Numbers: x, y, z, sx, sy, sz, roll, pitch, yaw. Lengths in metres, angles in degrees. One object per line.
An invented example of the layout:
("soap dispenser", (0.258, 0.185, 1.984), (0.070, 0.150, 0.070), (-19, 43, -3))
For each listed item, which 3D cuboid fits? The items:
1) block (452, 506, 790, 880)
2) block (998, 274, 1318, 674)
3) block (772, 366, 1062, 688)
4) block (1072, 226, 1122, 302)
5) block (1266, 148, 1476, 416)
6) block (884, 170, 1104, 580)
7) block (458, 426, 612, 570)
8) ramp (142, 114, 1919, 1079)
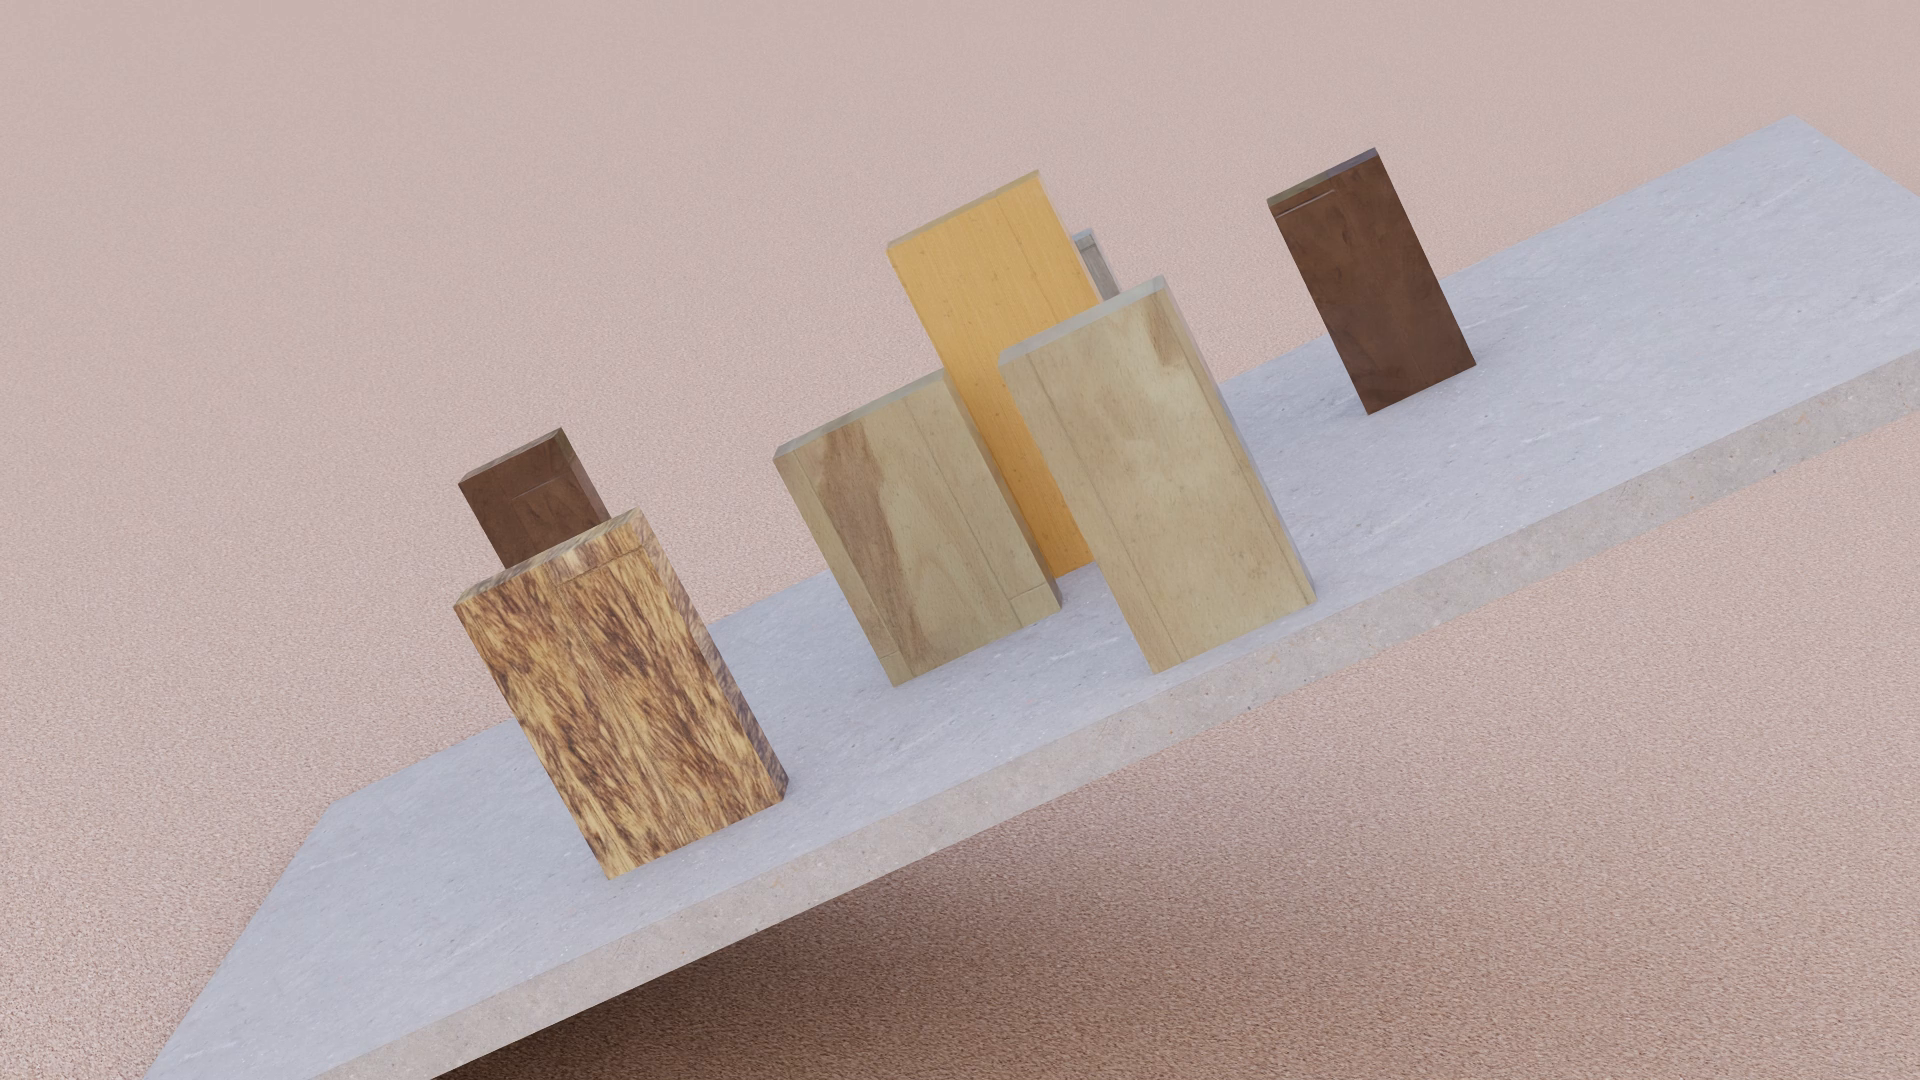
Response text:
("block", (-0.658, 0.303, 5.755), (0.390, 0.629, 0.116), (-25, 14, 10))
("block", (0.359, -0.116, 5.320), (0.327, 0.640, 0.128), (-25, 14, 10))
("block", (-0.084, -0.025, 6.045), (0.387, 0.542, 0.108), (-25, 14, 10))
("block", (0.258, -0.367, 6.605), (0.357, 0.564, 0.086), (-25, 14, 10))
("block", (0.871, -0.546, 6.227), (0.251, 0.498, 0.099), (-25, 14, 10))
("block", (0.181, -0.344, 6.185), (0.350, 0.789, 0.102), (-25, 14, 10))
("block", (-0.953, 0.064, 7.215), (0.269, 0.625, 0.099), (-25, 14, 10))
("ramp", (0.139, 0.168, 6.281), (4.000, 0.100, 2.000), (-25, 14, 10))
